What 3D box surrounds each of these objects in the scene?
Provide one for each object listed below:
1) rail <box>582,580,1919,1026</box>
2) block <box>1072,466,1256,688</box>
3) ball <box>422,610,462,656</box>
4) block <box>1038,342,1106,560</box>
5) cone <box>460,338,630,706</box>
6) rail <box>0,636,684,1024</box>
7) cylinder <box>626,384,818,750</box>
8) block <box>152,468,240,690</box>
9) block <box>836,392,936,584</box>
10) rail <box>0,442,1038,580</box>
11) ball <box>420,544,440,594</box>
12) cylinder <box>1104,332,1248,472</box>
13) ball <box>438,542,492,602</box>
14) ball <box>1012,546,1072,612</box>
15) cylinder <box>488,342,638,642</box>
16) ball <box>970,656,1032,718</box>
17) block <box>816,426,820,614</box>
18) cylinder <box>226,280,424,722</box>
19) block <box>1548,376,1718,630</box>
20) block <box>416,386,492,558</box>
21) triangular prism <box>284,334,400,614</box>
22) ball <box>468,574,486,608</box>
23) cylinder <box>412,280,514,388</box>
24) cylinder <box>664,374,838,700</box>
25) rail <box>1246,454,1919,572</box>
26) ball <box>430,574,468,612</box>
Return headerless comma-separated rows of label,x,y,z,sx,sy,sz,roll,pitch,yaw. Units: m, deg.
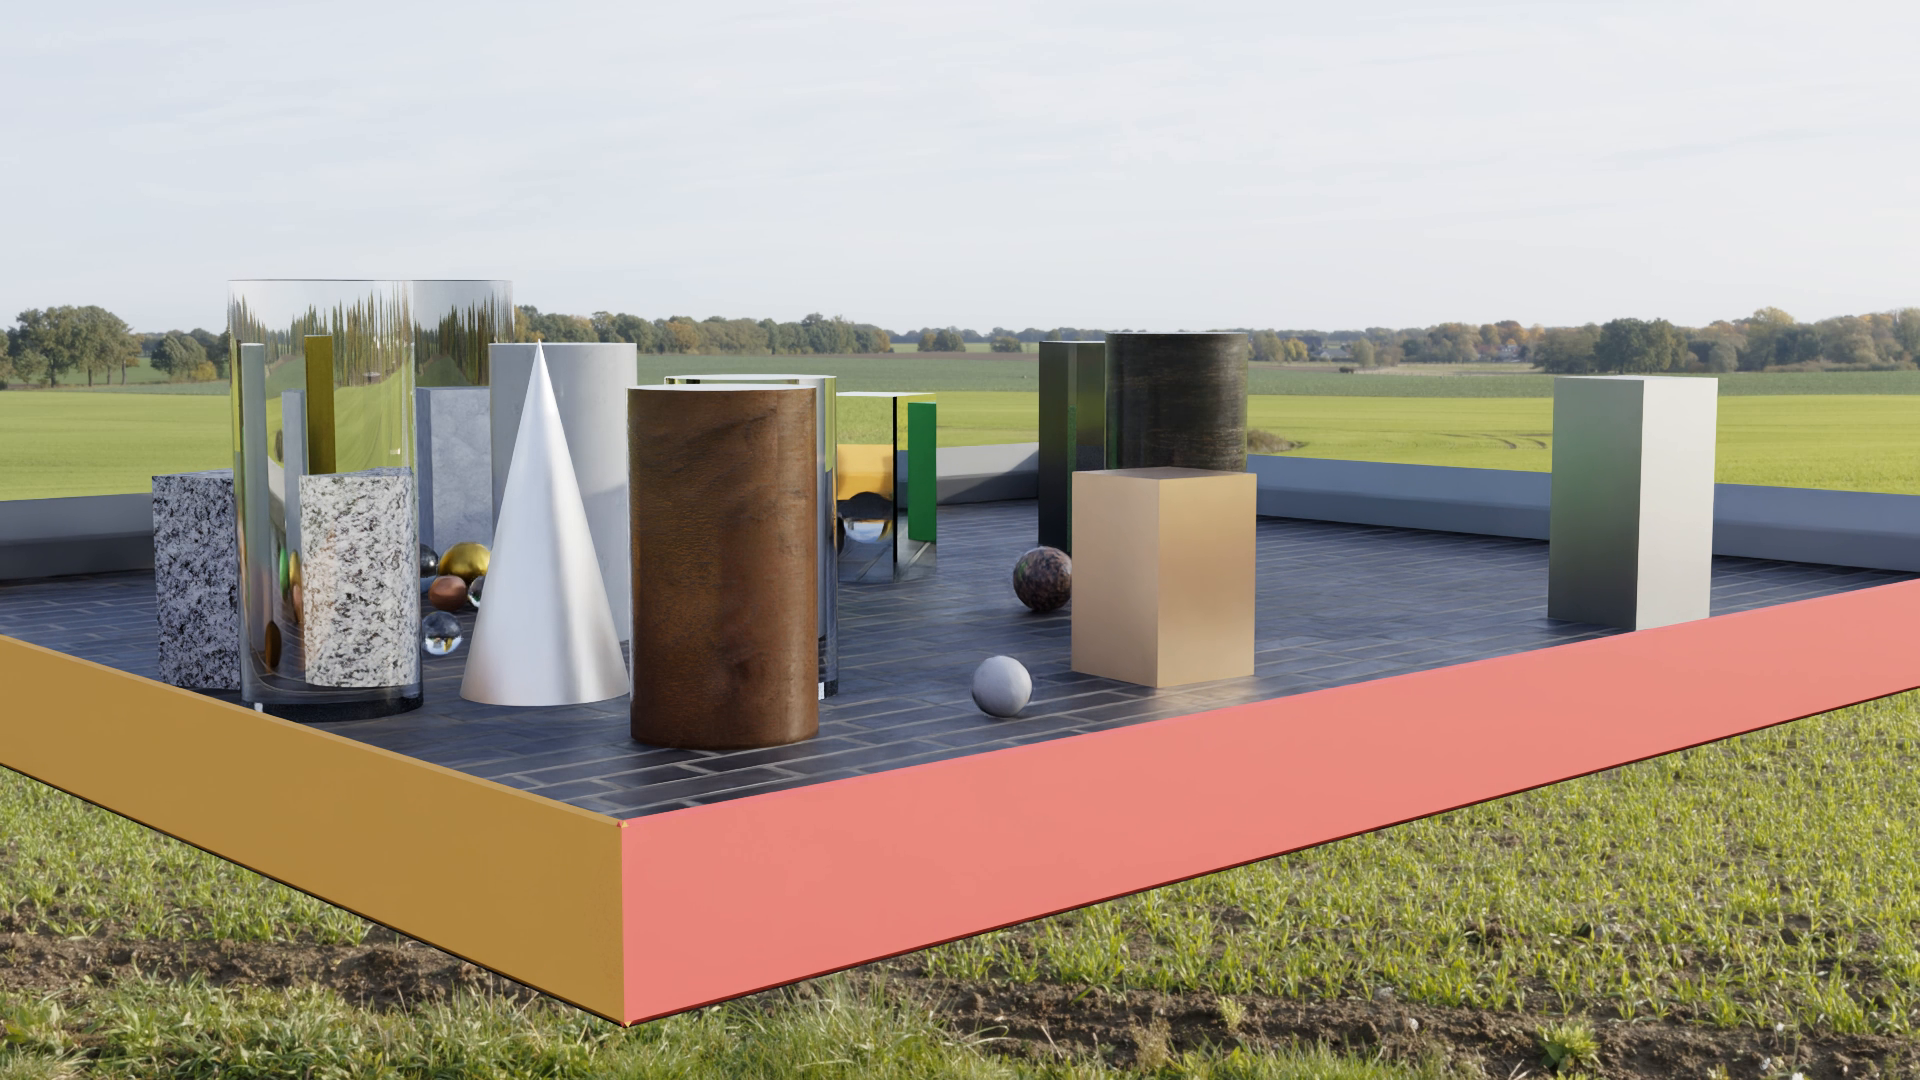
rail,0.875,0.132,2.389,2.993,0.129,0.045,-5,8,-42
block,0.249,0.041,2.702,0.159,0.247,0.159,-4,7,-37
ball,-0.675,0.121,2.853,0.057,0.057,0.057,0,6,0
block,0.237,-0.139,3.723,0.159,0.392,0.159,-2,6,-21
cone,-0.487,-0.028,2.564,0.199,0.413,0.199,0,6,0
rail,-1.082,0.137,2.338,0.045,0.129,2.628,-5,8,-42
cylinder,-0.249,0.022,2.314,0.199,0.365,0.199,0,6,0
block,-0.856,0.044,2.665,0.159,0.250,0.159,2,6,20
block,-0.146,-0.091,3.688,0.159,0.306,0.159,3,7,25
rail,-0.875,-0.065,4.275,2.993,0.129,0.045,-5,8,-42
ball,-0.856,0.045,3.447,0.084,0.084,0.084,0,6,0
cylinder,0.301,-0.082,3.080,0.199,0.414,0.199,0,6,0
ball,-0.755,0.048,3.381,0.092,0.092,0.092,0,6,0
ball,0.126,0.058,3.267,0.097,0.097,0.097,0,6,0
cylinder,-0.540,-0.068,3.009,0.199,0.400,0.199,0,6,0
ball,0.045,0.161,2.417,0.067,0.067,0.067,0,6,0
block,-0.291,-0.034,3.311,0.159,0.269,0.159,0,6,-3
cylinder,-0.708,-0.050,2.459,0.199,0.478,0.199,0,6,0
block,0.967,-0.059,3.166,0.159,0.349,0.159,-4,7,-34
block,-0.789,-0.087,3.573,0.159,0.320,0.159,-2,6,-22
triangular prism,-0.898,-0.105,3.323,0.172,0.408,0.149,2,6,22
ball,-0.709,0.078,3.289,0.052,0.052,0.052,0,6,0
cylinder,-0.866,-0.198,3.793,0.199,0.496,0.199,0,6,0
cylinder,-0.242,-0.006,2.566,0.199,0.368,0.199,0,6,0
rail,1.082,-0.070,4.325,0.045,0.129,2.628,-5,8,-42
ball,-0.757,0.079,3.256,0.056,0.056,0.056,0,6,0
